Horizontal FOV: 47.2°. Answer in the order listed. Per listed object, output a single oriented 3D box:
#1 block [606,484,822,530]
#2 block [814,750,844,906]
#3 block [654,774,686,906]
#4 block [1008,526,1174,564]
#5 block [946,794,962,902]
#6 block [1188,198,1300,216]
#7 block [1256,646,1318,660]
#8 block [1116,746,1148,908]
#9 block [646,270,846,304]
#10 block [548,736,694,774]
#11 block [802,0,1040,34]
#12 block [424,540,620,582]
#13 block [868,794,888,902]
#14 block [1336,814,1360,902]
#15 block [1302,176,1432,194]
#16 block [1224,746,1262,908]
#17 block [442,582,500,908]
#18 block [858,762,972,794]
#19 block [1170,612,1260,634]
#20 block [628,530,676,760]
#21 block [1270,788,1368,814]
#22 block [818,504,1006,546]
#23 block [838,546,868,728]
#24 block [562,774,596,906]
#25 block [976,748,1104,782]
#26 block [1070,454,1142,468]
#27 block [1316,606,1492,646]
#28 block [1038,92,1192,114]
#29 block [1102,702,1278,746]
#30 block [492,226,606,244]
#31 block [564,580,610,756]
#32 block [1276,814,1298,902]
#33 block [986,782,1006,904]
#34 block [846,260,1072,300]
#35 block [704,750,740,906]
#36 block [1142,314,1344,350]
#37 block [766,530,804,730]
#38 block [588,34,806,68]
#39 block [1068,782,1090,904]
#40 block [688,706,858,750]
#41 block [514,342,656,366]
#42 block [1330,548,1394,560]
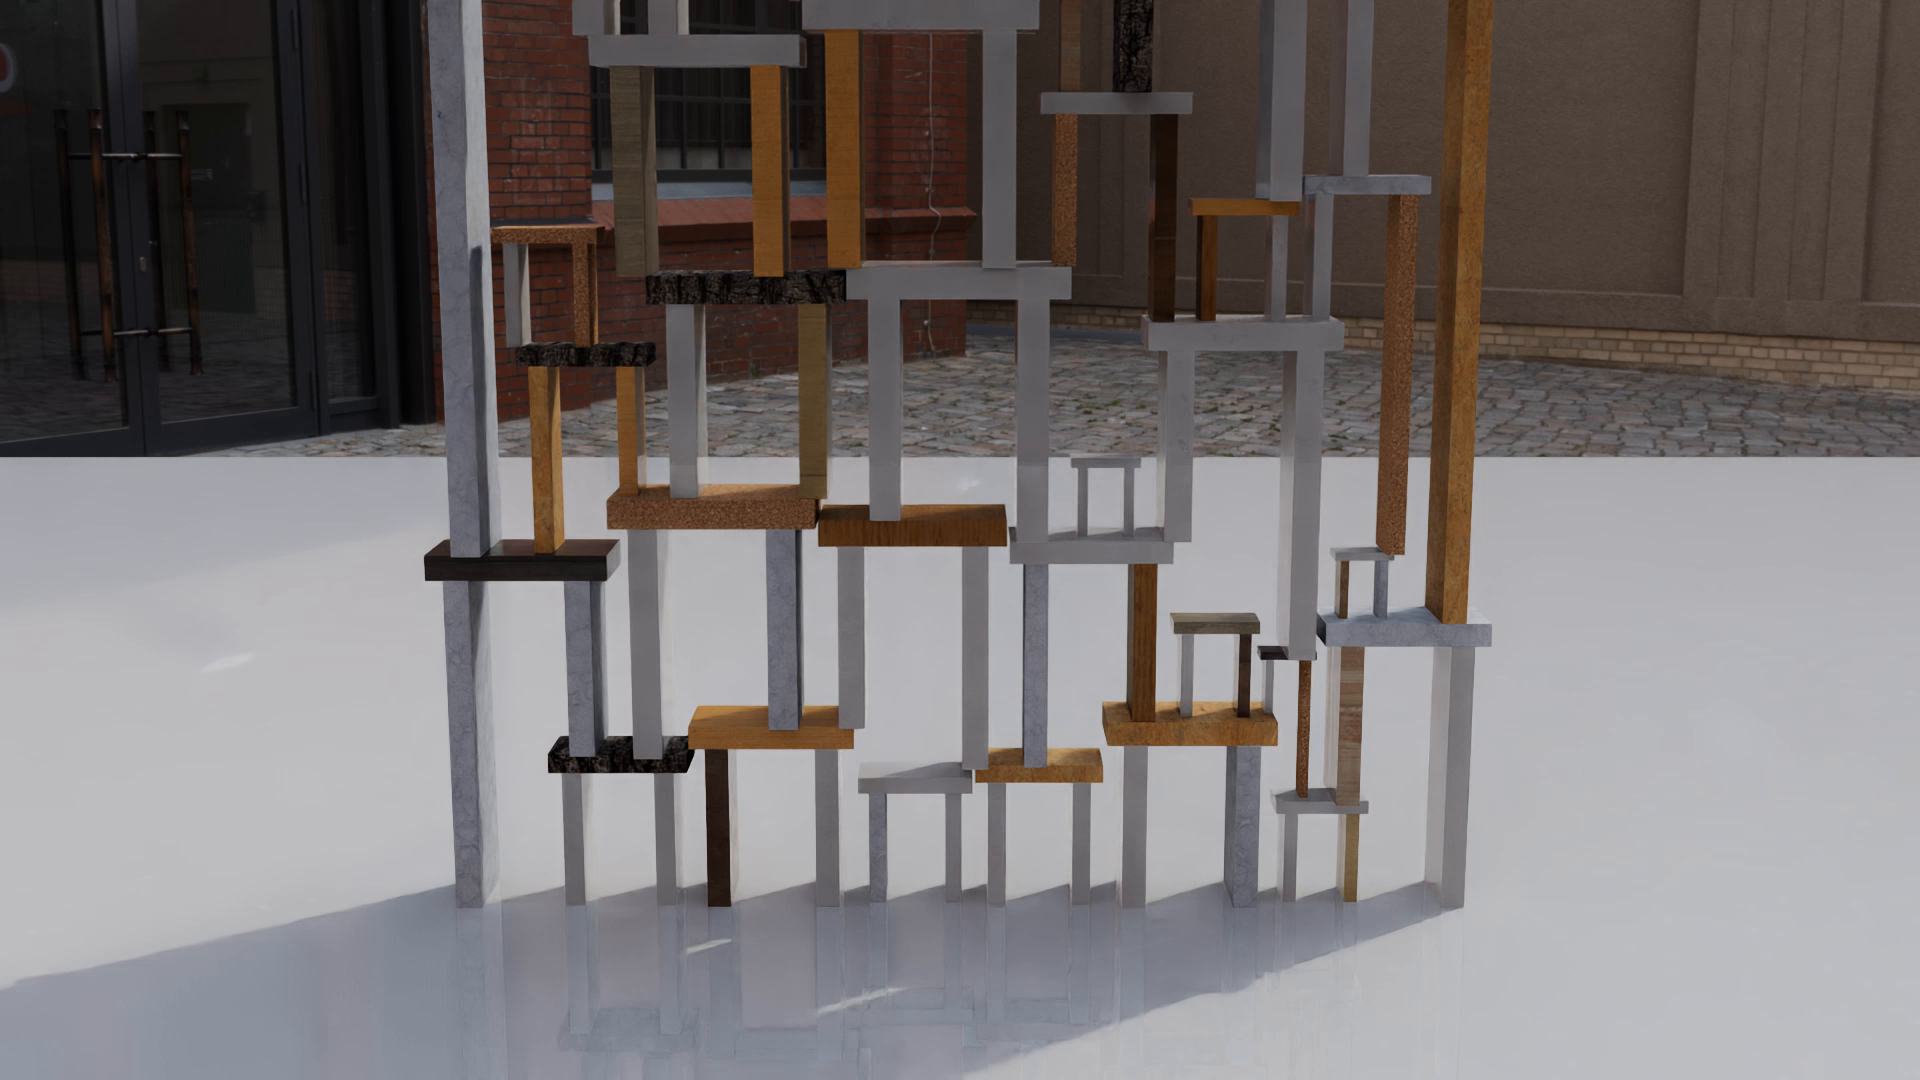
[{"bbox_3d":[-0.393,-0.055,3.547,0.328,0.046,0.164,0,11,0],"label":"block"},{"bbox_3d":[-0.216,0.458,3.649,0.038,0.267,0.134,0,11,0],"label":"block"},{"bbox_3d":[-0.482,0.479,3.649,0.032,0.225,0.113,0,11,0],"label":"block"},{"bbox_3d":[0.209,0.008,3.560,0.260,0.037,0.130,0,11,0],"label":"block"},{"bbox_3d":[-0.011,0.498,3.654,0.027,0.187,0.094,0,11,0],"label":"block"},{"bbox_3d":[0.446,-0.525,3.465,0.165,0.023,0.082,0,11,0],"label":"block"},{"bbox_3d":[0.535,0.184,3.598,0.092,0.013,0.046,0,11,0],"label":"block"},{"bbox_3d":[0.284,0.455,3.643,0.039,0.275,0.137,0,10,0],"label":"block"},{"bbox_3d":[-0.334,-0.402,3.490,0.307,0.043,0.153,0,11,0],"label":"block"},{"bbox_3d":[-0.557,0.353,3.625,0.225,0.032,0.113,0,11,0],"label":"block"},{"bbox_3d":[-0.059,-0.813,3.406,0.358,0.051,0.179,0,11,0],"label":"block"},{"bbox_3d":[-0.707,0.032,3.567,0.290,0.041,0.145,0,11,0],"label":"block"},{"bbox_3d":[-0.136,0.498,3.654,0.027,0.187,0.094,0,11,0],"label":"block"},{"bbox_3d":[0.644,0.516,3.652,0.021,0.151,0.076,0,11,0],"label":"block"},{"bbox_3d":[0.632,-0.558,3.456,0.196,0.028,0.098,0,10,0],"label":"block"},{"bbox_3d":[0.467,0.455,3.643,0.039,0.275,0.137,0,11,0],"label":"block"},{"bbox_3d":[-0.803,0.321,3.621,0.041,0.547,0.145,0,11,0],"label":"block"},{"bbox_3d":[-0.073,0.392,3.635,0.187,0.027,0.094,0,11,0],"label":"block"},{"bbox_3d":[0.414,0.136,3.581,0.140,0.020,0.070,0,11,0],"label":"block"},{"bbox_3d":[-0.502,0.153,3.586,0.046,0.376,0.164,0,11,0],"label":"block"},{"bbox_3d":[0.593,0.431,3.636,0.151,0.021,0.076,0,11,0],"label":"block"},{"bbox_3d":[-0.075,-0.024,3.553,0.299,0.042,0.149,0,11,0],"label":"block"},{"bbox_3d":[-0.174,0.143,3.584,0.042,0.299,0.149,0,11,-1],"label":"block"},{"bbox_3d":[-0.632,0.479,3.649,0.032,0.225,0.113,0,11,0],"label":"block"},{"bbox_3d":[0.129,0.371,3.628,0.208,0.029,0.104,0,11,0],"label":"block"},{"bbox_3d":[0.233,-0.128,3.538,0.112,0.016,0.056,0,11,0],"label":"block"},{"bbox_3d":[0.719,0.141,3.587,0.266,0.038,0.133,0,11,0],"label":"block"},{"bbox_3d":[0.241,-0.682,3.436,0.233,0.033,0.117,0,11,0],"label":"block"},{"bbox_3d":[0.375,0.301,3.614,0.275,0.039,0.137,0,11,0],"label":"block"},{"bbox_3d":[-0.648,-0.482,3.473,0.163,0.023,0.081,0,11,0],"label":"block"},{"bbox_3d":[-0.610,0.195,3.597,0.041,0.290,0.145,0,10,0],"label":"block"},{"bbox_3d":[0.543,0.516,3.652,0.021,0.151,0.076,0,10,0],"label":"block"},{"bbox_3d":[0.060,0.488,3.649,0.029,0.208,0.104,0,11,0],"label":"block"},{"bbox_3d":[-0.002,-0.413,3.486,0.348,0.049,0.174,0,11,0],"label":"block"},{"bbox_3d":[-0.394,0.458,3.649,0.038,0.267,0.134,0,11,0],"label":"block"},{"bbox_3d":[0.446,-0.330,3.499,0.304,0.043,0.152,0,11,1],"label":"block"},{"bbox_3d":[-0.284,0.129,3.581,0.046,0.328,0.164,0,11,0],"label":"block"},{"bbox_3d":[-0.404,-0.758,3.415,0.320,0.045,0.160,0,11,0],"label":"block"},{"bbox_3d":[0.199,0.488,3.649,0.029,0.208,0.104,0,11,0],"label":"block"},{"bbox_3d":[-0.305,0.308,3.621,0.267,0.038,0.134,0,11,0],"label":"block"},{"bbox_3d":[-0.596,-0.296,3.509,0.207,0.029,0.104,0,11,0],"label":"block"},{"bbox_3d":[0.651,0.022,3.560,0.095,0.014,0.048,0,10,0],"label":"block"}]
